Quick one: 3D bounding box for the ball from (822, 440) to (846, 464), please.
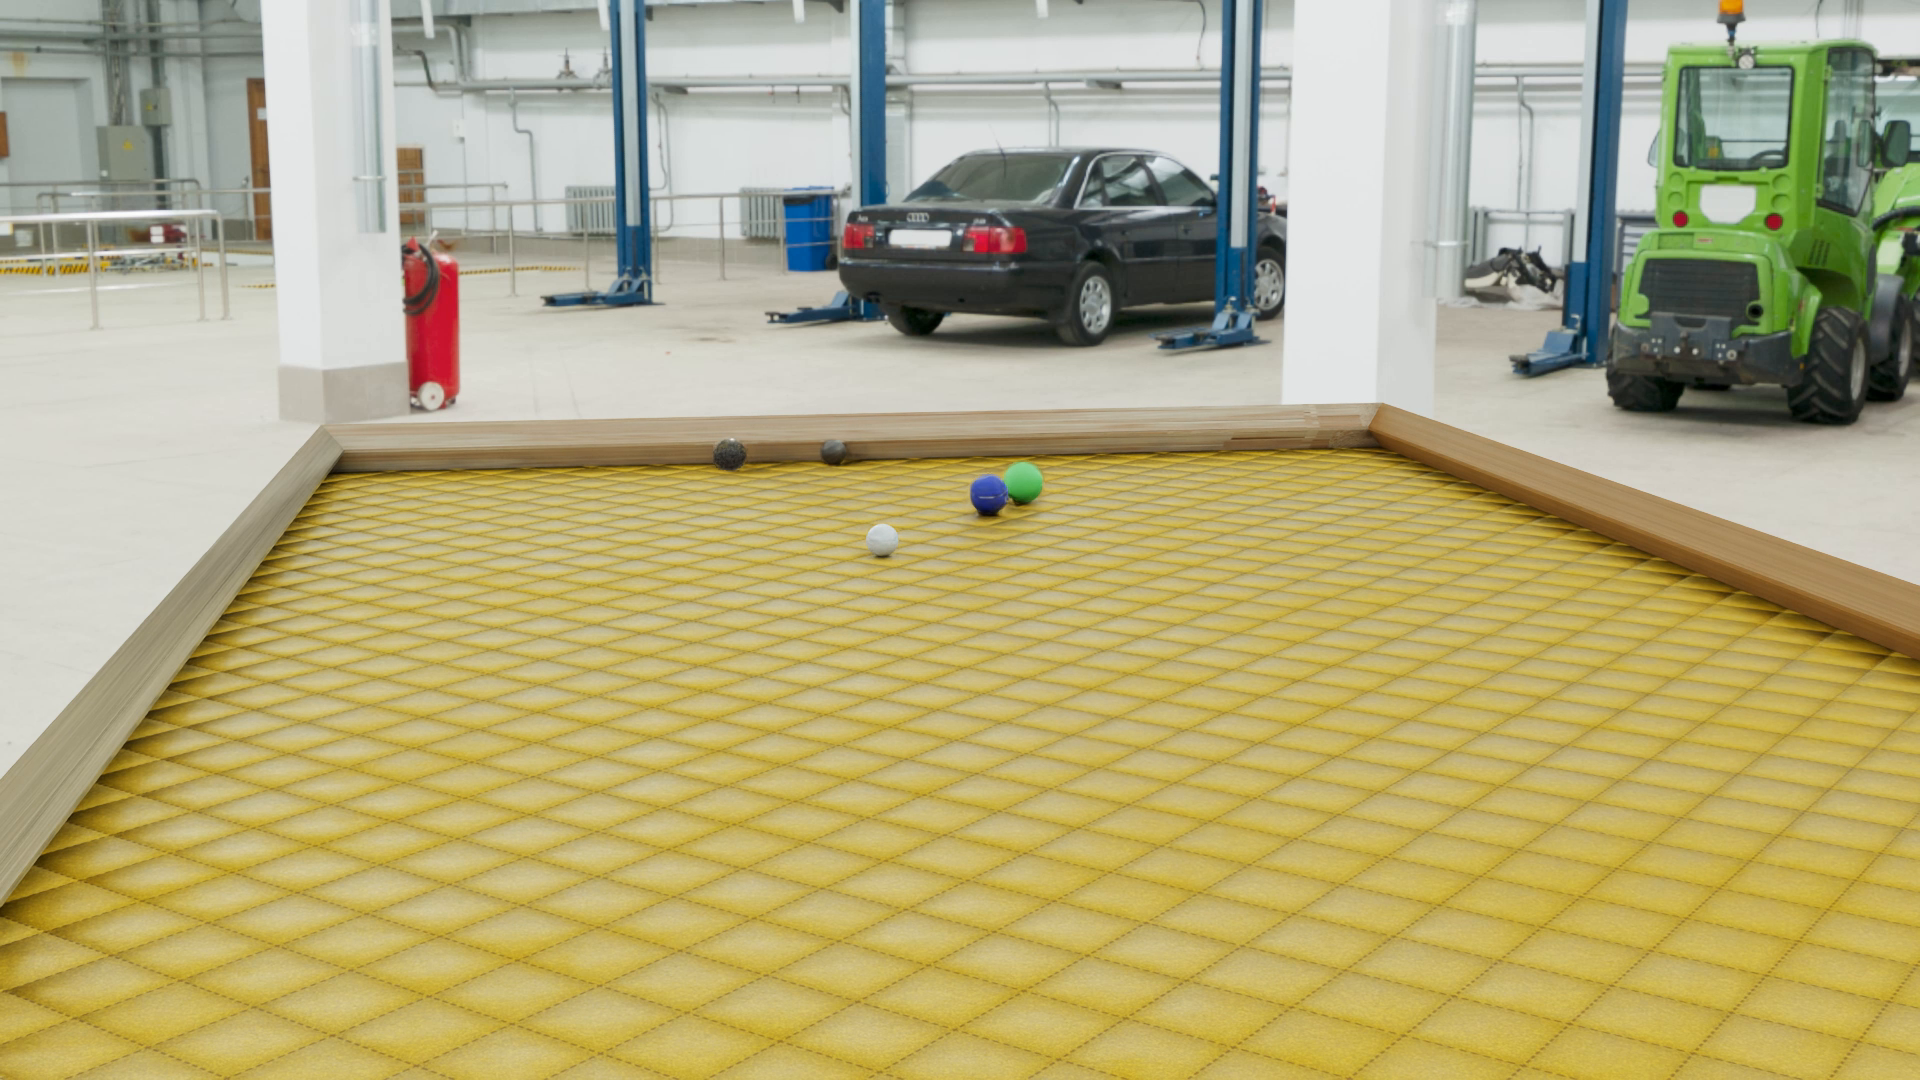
[{"bbox_3d":[-0.242,-0.169,4.232,0.048,0.048,0.048,0,11,0],"label":"ball"}]

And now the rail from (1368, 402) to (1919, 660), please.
[{"bbox_3d":[1.176,0.140,2.454,0.045,0.089,4.150,-2,11,-9],"label":"rail"}]

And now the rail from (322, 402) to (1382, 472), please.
[{"bbox_3d":[-0.167,-0.199,4.278,2.087,0.089,0.045,-2,11,-9],"label":"rail"}]

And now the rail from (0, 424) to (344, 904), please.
[{"bbox_3d":[-0.835,0.201,2.124,0.045,0.089,4.150,-2,11,-9],"label":"rail"}]

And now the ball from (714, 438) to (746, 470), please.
[{"bbox_3d":[-0.434,-0.161,4.153,0.061,0.061,0.061,0,11,0],"label":"ball"}]

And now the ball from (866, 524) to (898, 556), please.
[{"bbox_3d":[-0.117,0.000,3.316,0.050,0.050,0.050,0,11,0],"label":"ball"}]

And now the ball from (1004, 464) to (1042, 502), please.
[{"bbox_3d":[0.109,-0.098,3.795,0.069,0.069,0.069,0,11,0],"label":"ball"}]

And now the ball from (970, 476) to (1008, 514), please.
[{"bbox_3d":[0.049,-0.075,3.680,0.065,0.065,0.065,0,11,0],"label":"ball"}]
